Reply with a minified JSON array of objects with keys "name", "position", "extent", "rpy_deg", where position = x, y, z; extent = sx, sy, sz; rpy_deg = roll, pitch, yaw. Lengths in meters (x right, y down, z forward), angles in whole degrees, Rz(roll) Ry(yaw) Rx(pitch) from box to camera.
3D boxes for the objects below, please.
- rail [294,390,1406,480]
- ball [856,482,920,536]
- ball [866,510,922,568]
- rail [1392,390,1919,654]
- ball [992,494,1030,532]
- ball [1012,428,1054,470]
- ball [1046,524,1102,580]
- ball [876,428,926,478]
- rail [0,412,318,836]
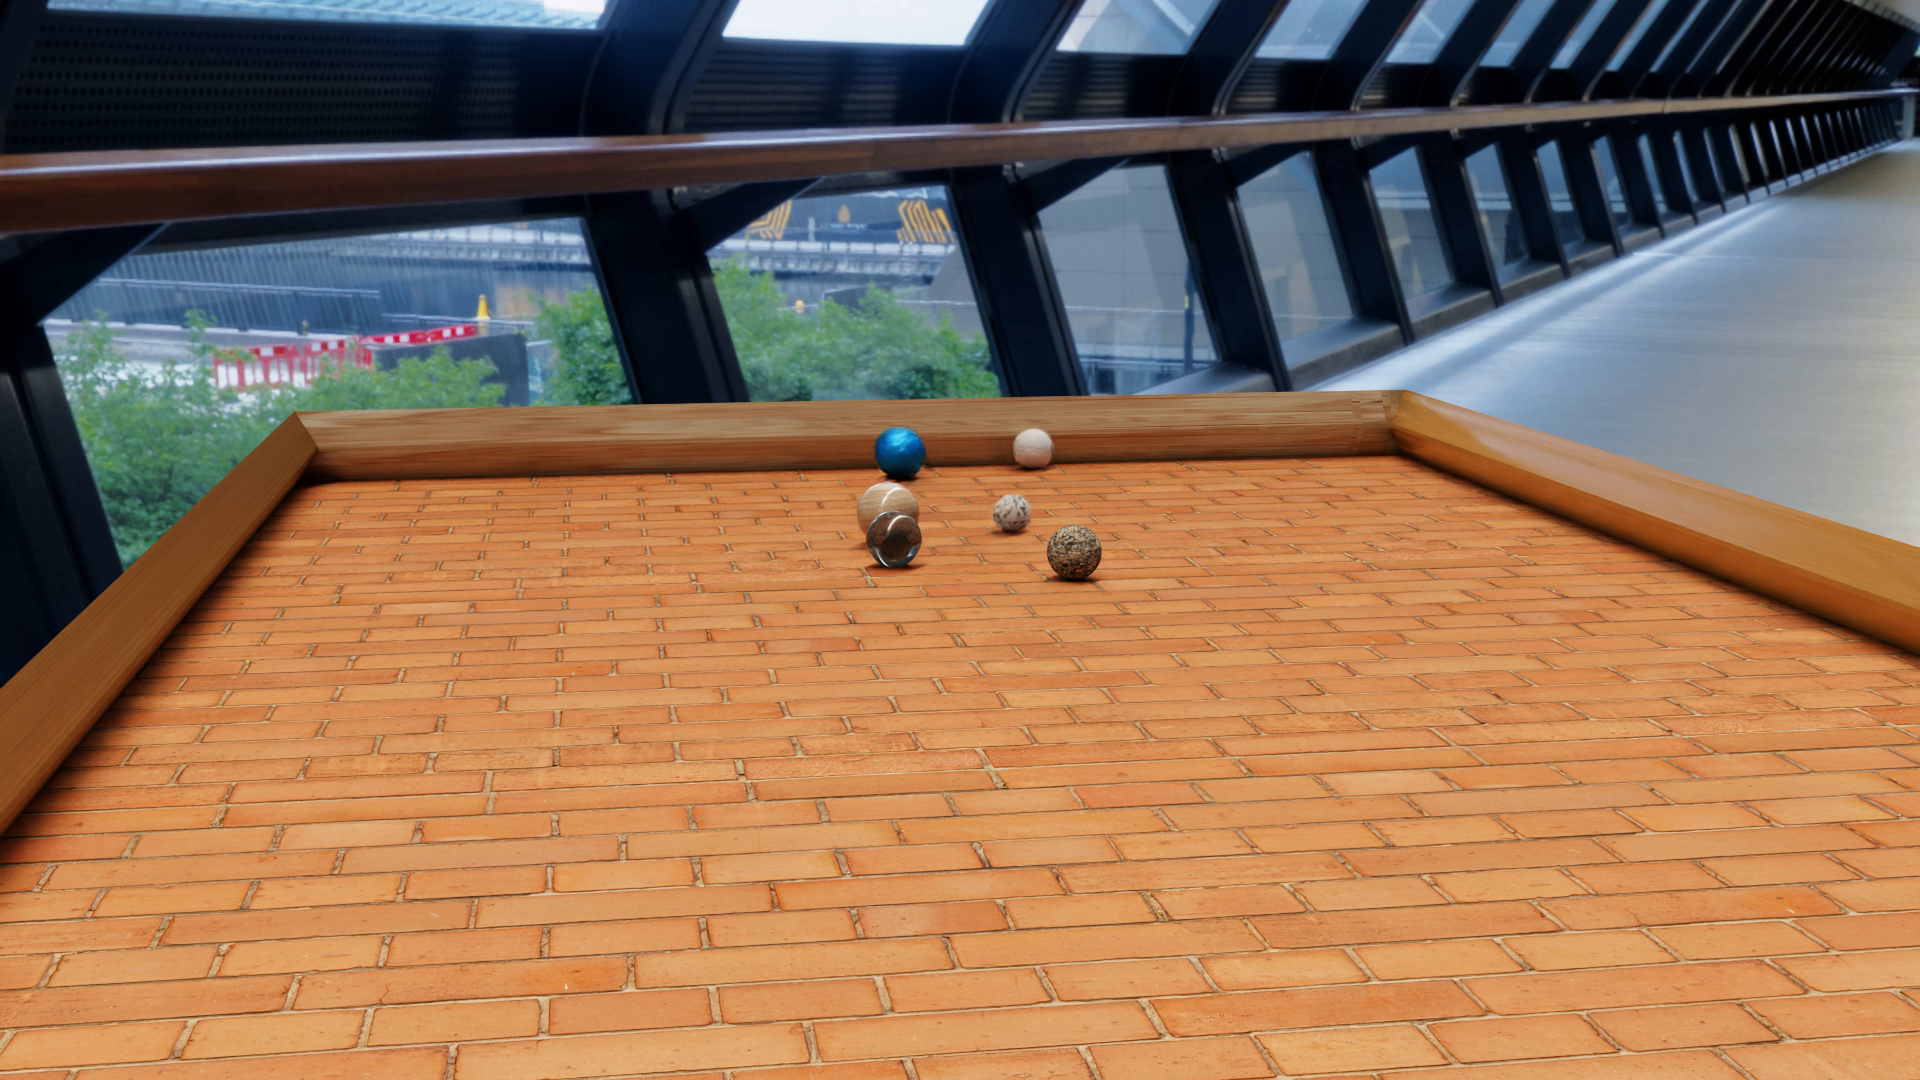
[{"name":"rail","position":[-0.165,-0.202,4.240],"extent":[2.164,0.130,0.045],"rpy_deg":[-2,11,-9]},{"name":"ball","position":[-0.113,-0.041,3.450],"extent":[0.100,0.100,0.100],"rpy_deg":[0,10,0]},{"name":"ball","position":[-0.099,-0.002,3.278],"extent":[0.084,0.084,0.084],"rpy_deg":[0,10,0]},{"name":"rail","position":[1.212,0.125,2.457],"extent":[0.045,0.130,4.079],"rpy_deg":[-2,11,-9]},{"name":"ball","position":[0.084,-0.043,3.572],"extent":[0.061,0.061,0.061],"rpy_deg":[0,10,0]},{"name":"ball","position":[0.141,-0.175,4.241],"extent":[0.079,0.079,0.079],"rpy_deg":[0,10,0]},{"name":"ball","position":[0.166,0.018,3.184],"extent":[0.080,0.080,0.080],"rpy_deg":[0,10,0]},{"name":"ball","position":[-0.112,-0.162,4.129],"extent":[0.093,0.093,0.093],"rpy_deg":[0,10,0]},{"name":"rail","position":[-0.875,0.188,2.113],"extent":[0.045,0.130,4.079],"rpy_deg":[-2,11,-9]}]
